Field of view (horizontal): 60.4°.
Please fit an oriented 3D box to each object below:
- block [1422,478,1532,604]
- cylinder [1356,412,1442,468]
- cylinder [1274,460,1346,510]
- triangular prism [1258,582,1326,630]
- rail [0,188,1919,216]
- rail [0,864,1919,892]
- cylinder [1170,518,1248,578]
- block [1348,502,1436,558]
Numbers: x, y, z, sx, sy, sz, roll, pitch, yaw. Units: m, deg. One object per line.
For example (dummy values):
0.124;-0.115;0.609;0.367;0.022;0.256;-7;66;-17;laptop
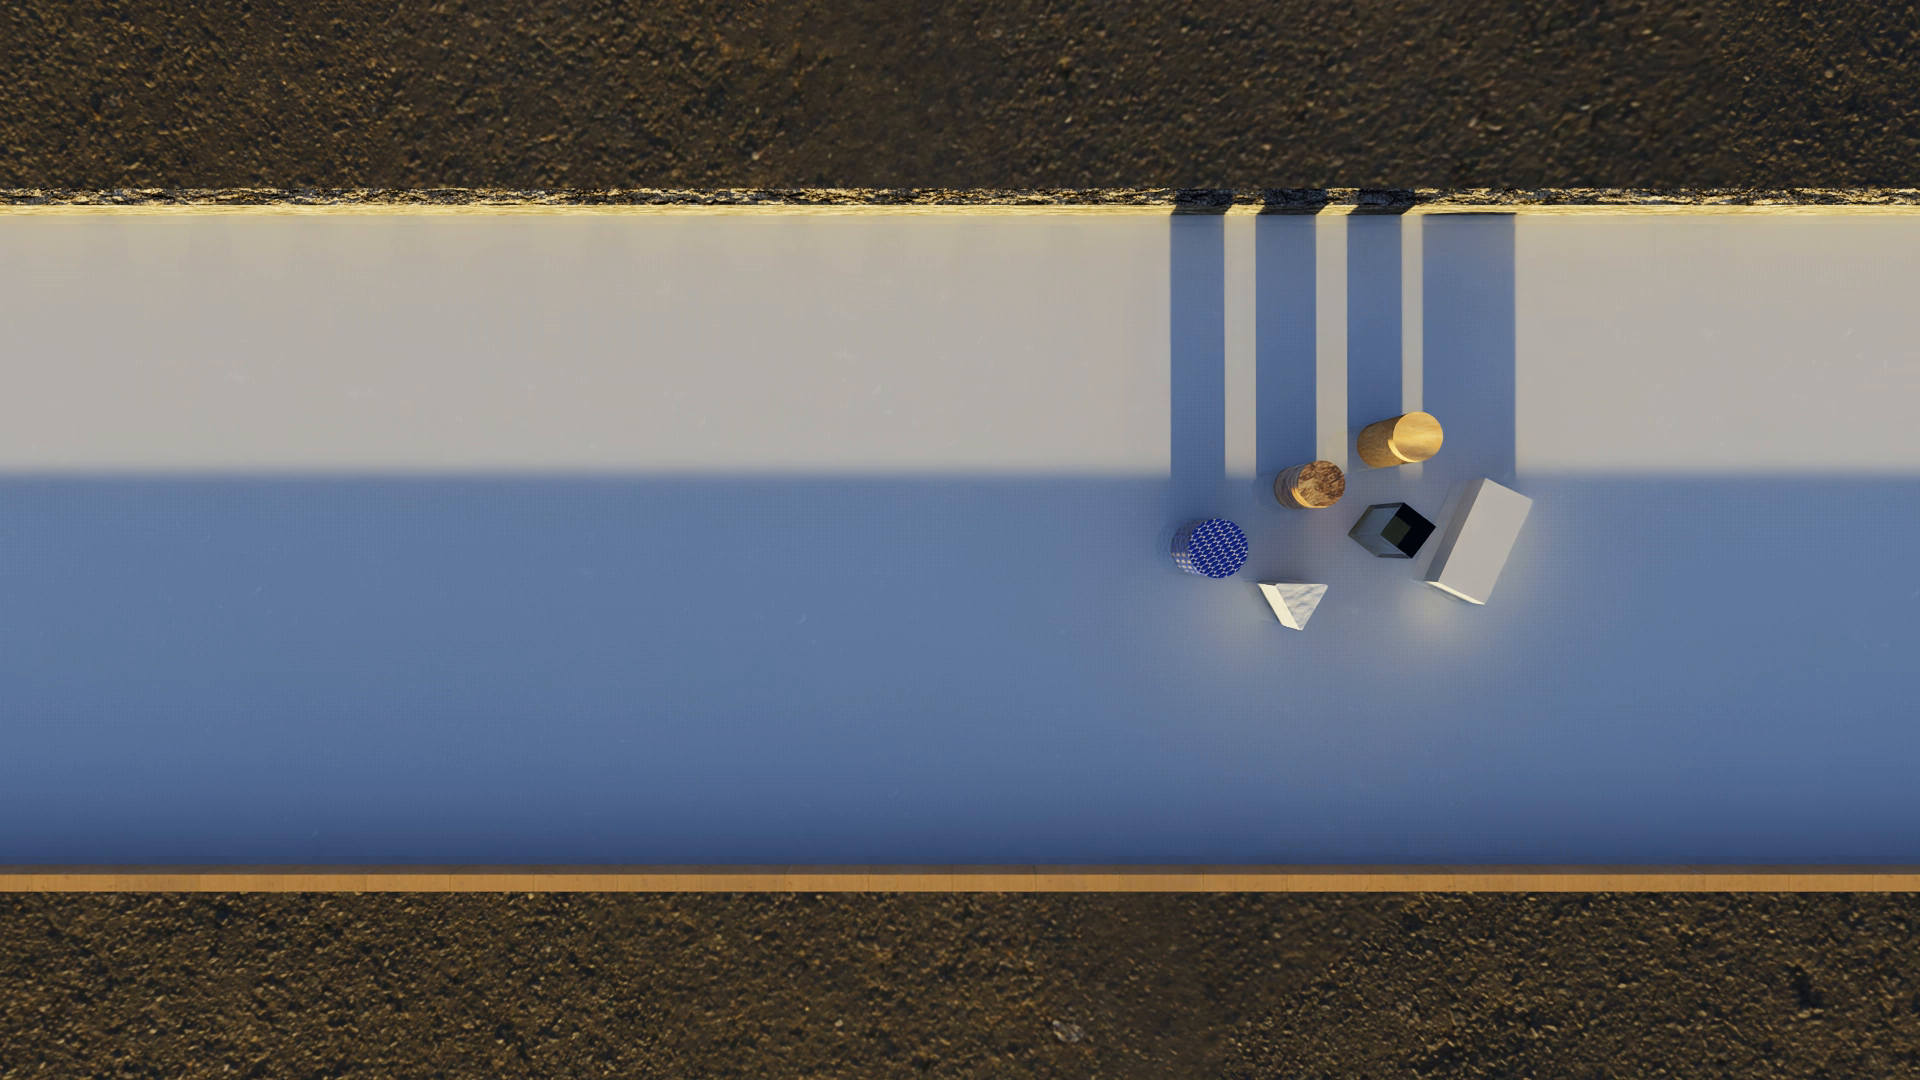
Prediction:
1.567;0.004;4.998;0.156;0.156;0.343;25;90;0;block
1.292;-0.292;4.864;0.141;0.424;0.141;0;90;0;cylinder
1.031;-0.160;4.889;0.135;0.374;0.135;0;90;0;cylinder
0.970;0.162;4.926;0.130;0.301;0.150;31;90;0;triangular prism
-2.247;-1.025;5.002;12.000;0.150;0.050;0;90;0;rail
-2.247;1.025;5.001;12.000;0.150;0.050;0;90;0;rail
0.733;0.024;4.878;0.169;0.397;0.169;0;90;0;cylinder
1.273;-0.027;4.881;0.115;0.391;0.115;37;90;0;block
